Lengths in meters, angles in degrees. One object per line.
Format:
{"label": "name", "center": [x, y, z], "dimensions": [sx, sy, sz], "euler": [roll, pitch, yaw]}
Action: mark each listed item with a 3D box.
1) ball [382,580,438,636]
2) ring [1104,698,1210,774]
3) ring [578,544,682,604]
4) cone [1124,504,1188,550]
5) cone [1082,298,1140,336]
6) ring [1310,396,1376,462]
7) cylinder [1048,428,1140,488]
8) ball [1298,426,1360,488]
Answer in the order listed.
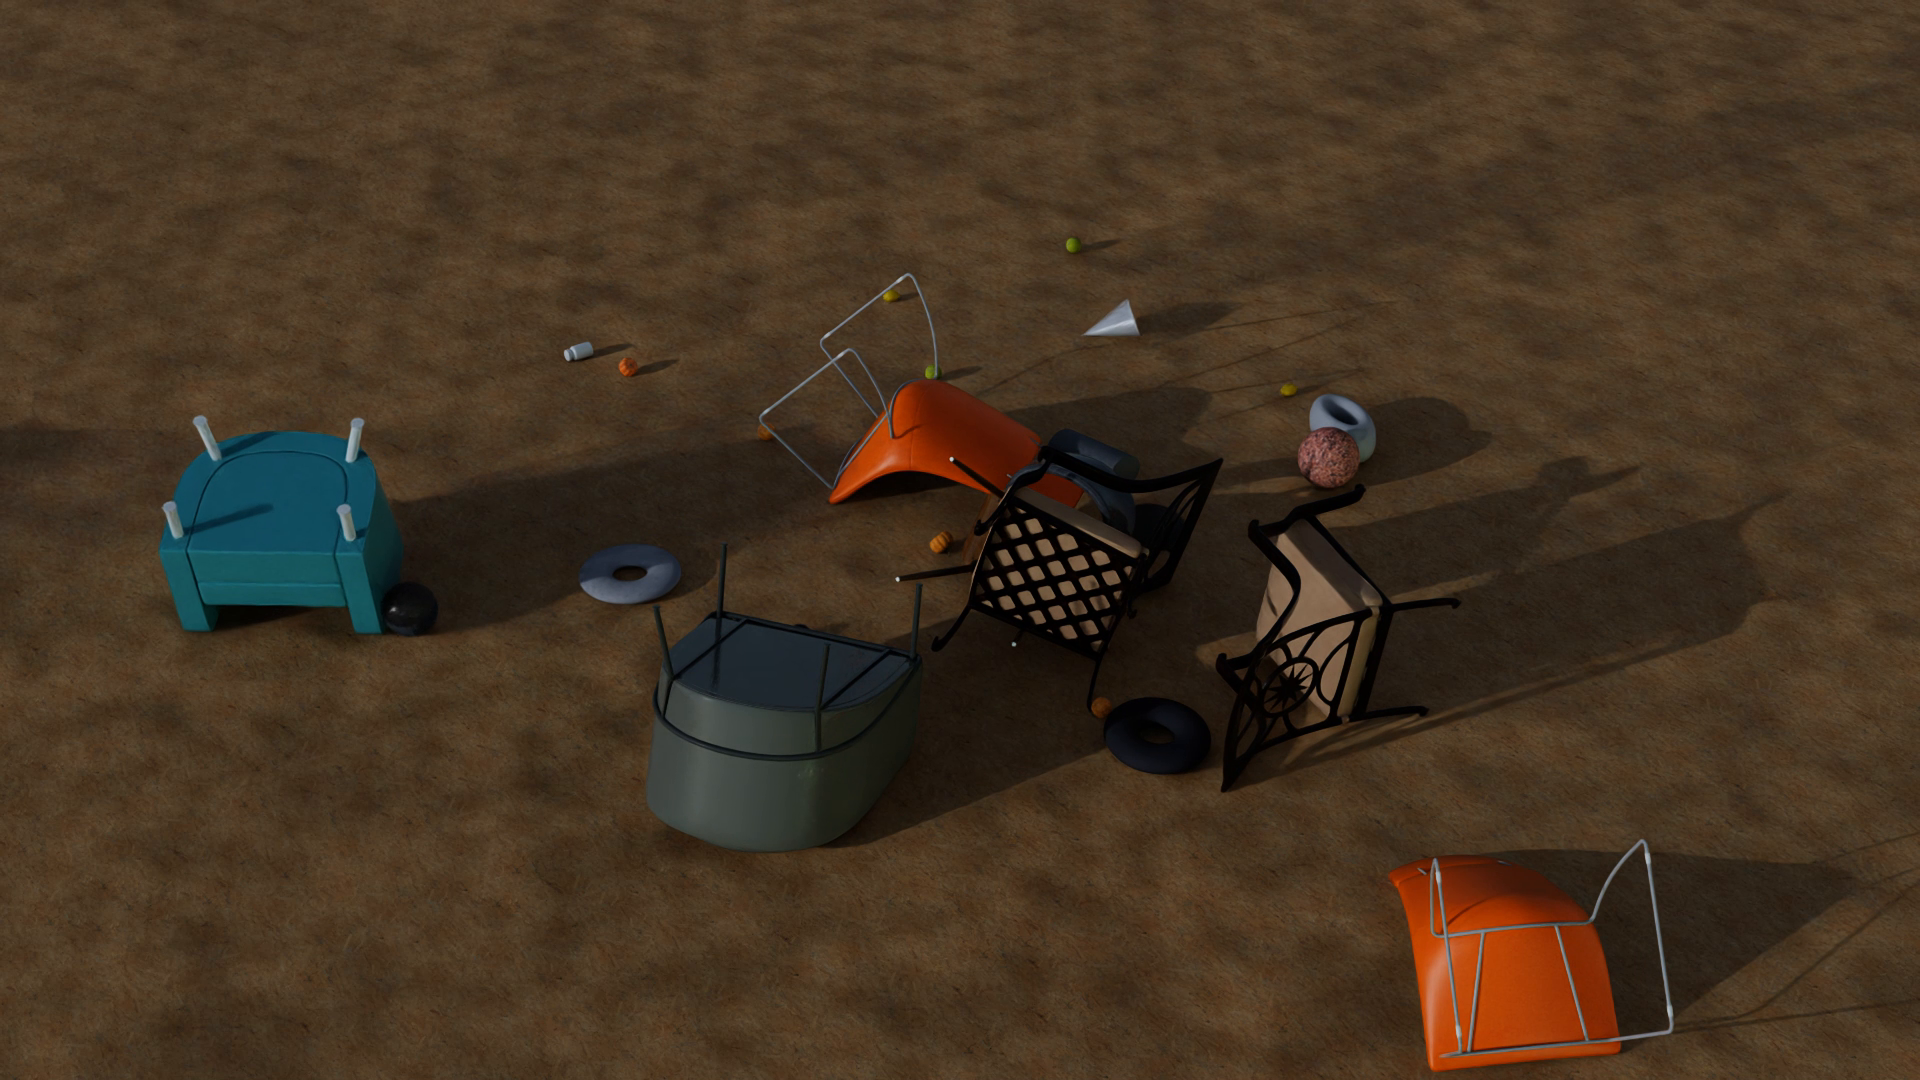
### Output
{"label": "ball", "center": [-1.951, 0.244, 10.396], "dimensions": [0.197, 0.197, 0.197], "euler": [0, 33, 0]}
{"label": "ring", "center": [0.664, 0.658, 9.874], "dimensions": [0.358, 0.082, 0.402], "euler": [-9, 34, -14]}
{"label": "ring", "center": [-1.205, 0.123, 10.705], "dimensions": [0.378, 0.059, 0.373], "euler": [-28, 42, -36]}
{"label": "cone", "center": [0.746, -0.044, 10.951], "dimensions": [0.258, 0.164, 0.114], "euler": [17, 1, 21]}
{"label": "cone", "center": [0.616, -0.892, 12.228], "dimensions": [0.234, 0.158, 0.238], "euler": [-19, 21, 6]}
{"label": "ring", "center": [1.496, -0.436, 11.466], "dimensions": [0.218, 0.157, 0.387], "euler": [-9, 33, -18]}
{"label": "cylinder", "center": [0.514, -0.315, 11.295], "dimensions": [0.309, 0.131, 0.193], "euler": [25, 19, 33]}
{"label": "ball", "center": [1.410, -0.315, 11.208], "dimensions": [0.236, 0.236, 0.236], "euler": [0, 33, 0]}
